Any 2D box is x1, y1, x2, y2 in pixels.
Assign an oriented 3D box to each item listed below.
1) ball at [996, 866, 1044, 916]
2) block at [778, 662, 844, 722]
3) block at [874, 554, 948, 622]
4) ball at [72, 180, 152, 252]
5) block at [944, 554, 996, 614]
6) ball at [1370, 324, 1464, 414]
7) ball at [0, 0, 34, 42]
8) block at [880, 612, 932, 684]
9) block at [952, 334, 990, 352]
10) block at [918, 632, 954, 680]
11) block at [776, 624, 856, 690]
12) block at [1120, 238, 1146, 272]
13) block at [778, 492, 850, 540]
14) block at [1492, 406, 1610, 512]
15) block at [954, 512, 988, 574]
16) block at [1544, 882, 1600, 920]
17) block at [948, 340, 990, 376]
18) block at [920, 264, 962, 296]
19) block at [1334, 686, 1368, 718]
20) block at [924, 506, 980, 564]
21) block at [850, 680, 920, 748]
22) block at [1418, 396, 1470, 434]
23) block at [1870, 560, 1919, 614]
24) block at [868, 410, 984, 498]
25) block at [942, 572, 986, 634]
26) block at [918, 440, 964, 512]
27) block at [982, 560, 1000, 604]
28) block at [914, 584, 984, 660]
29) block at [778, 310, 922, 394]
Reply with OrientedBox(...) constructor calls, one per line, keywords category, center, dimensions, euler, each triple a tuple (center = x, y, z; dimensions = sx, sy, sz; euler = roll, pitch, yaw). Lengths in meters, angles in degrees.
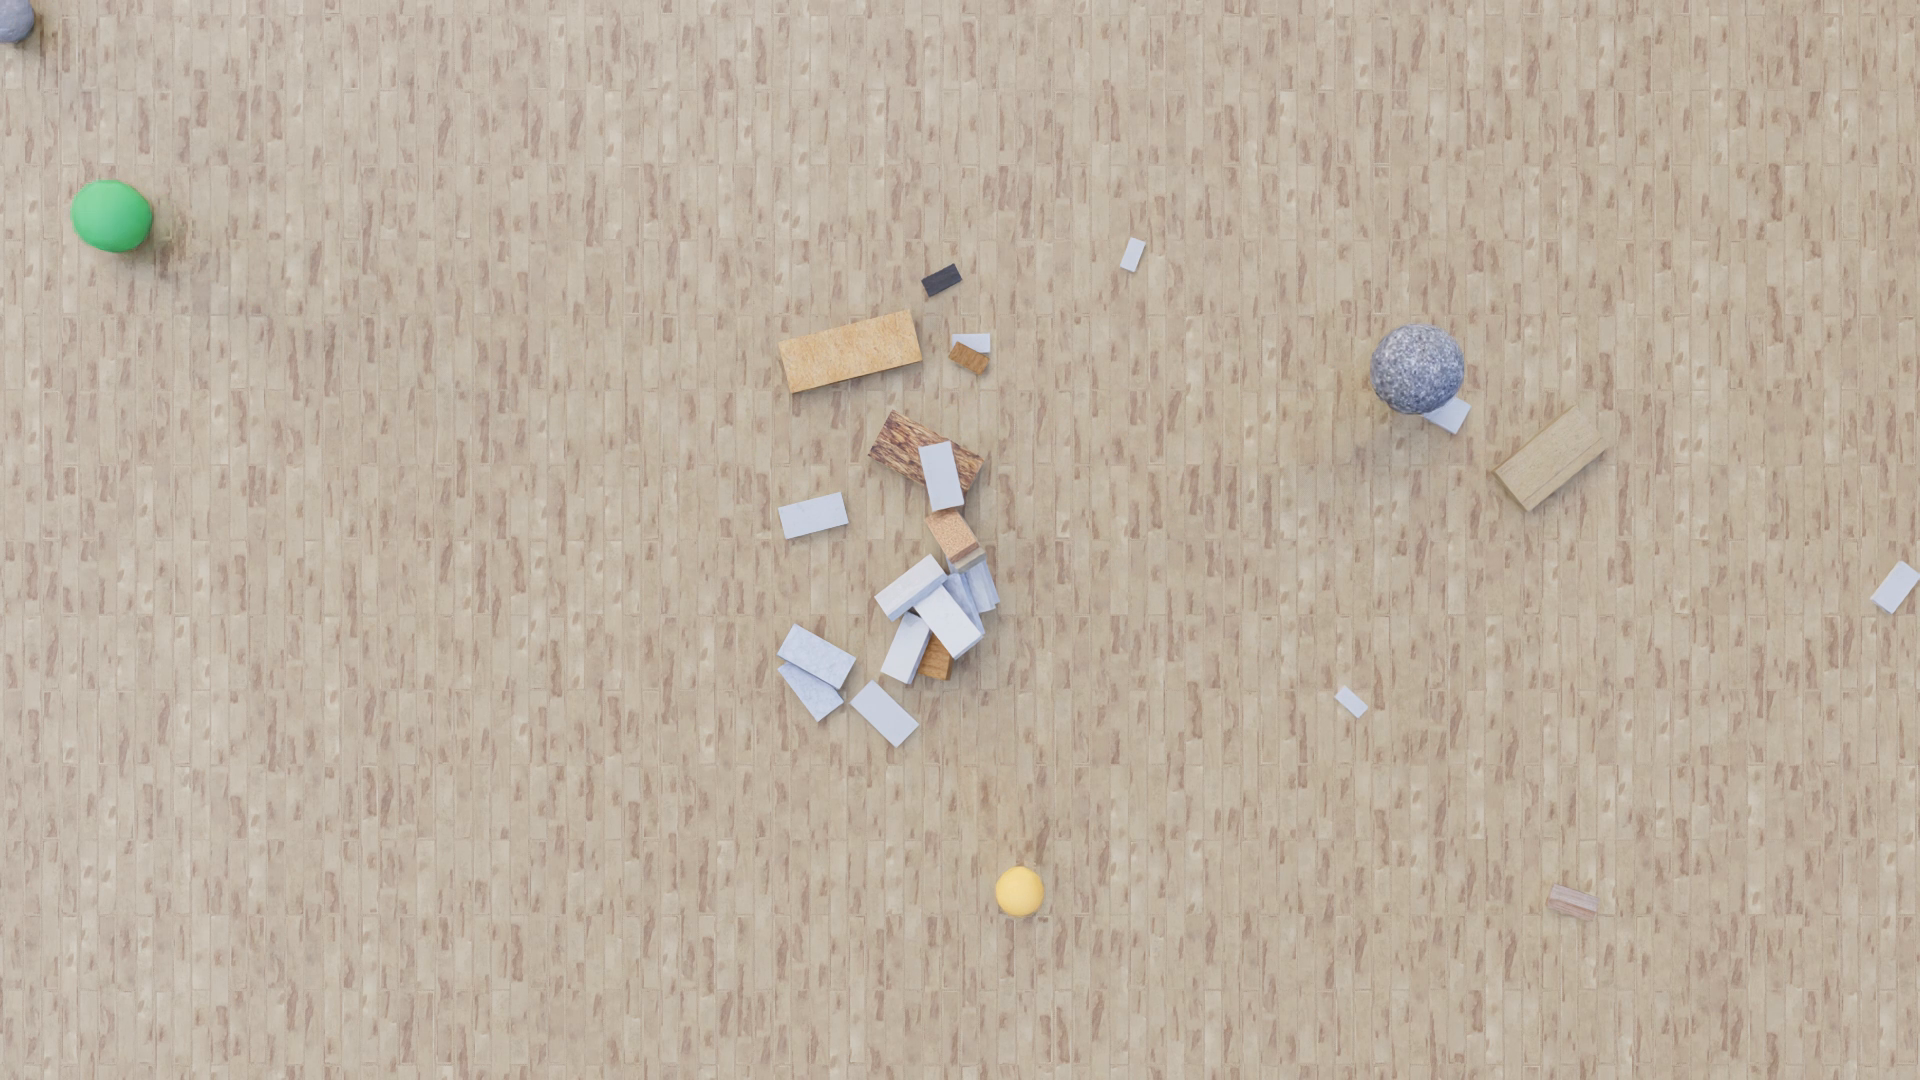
OrientedBox(category="ball", center=(0.196, 1.154, 5.420), dimensions=(0.159, 0.159, 0.159), euler=(0, 90, 0))
OrientedBox(category="block", center=(-0.495, 0.482, 5.484), dimensions=(0.110, 0.031, 0.221), euler=(-37, 90, 0))
OrientedBox(category="block", center=(-0.160, 0.157, 5.444), dimensions=(0.236, 0.118, 0.033), euler=(-38, 131, 0))
OrientedBox(category="ball", center=(-2.766, -1.056, 5.384), dimensions=(0.232, 0.232, 0.232), euler=(0, 90, 0))
OrientedBox(category="block", center=(0.033, 0.134, 5.453), dimensions=(0.110, 0.031, 0.220), euler=(-16, 92, 31))
OrientedBox(category="ball", center=(1.473, -0.551, 5.328), dimensions=(0.293, 0.293, 0.293), euler=(0, 90, 0))
OrientedBox(category="ball", center=(-3.139, -1.725, 5.409), dimensions=(0.182, 0.182, 0.182), euler=(0, 90, 0))
OrientedBox(category="block", center=(-0.171, 0.356, 5.461), dimensions=(0.108, 0.031, 0.217), euler=(23, 90, 28))
OrientedBox(category="block", center=(0.037, -0.654, 5.491), dimensions=(0.124, 0.018, 0.062), euler=(-1, 90, 0))
OrientedBox(category="block", center=(-0.066, 0.347, 5.455), dimensions=(0.108, 0.031, 0.217), euler=(12, 93, 31))
OrientedBox(category="block", center=(-0.475, 0.386, 5.457), dimensions=(0.236, 0.033, 0.118), euler=(30, 76, -6))
OrientedBox(category="block", center=(0.575, -0.950, 5.493), dimensions=(0.052, 0.015, 0.104), euler=(21, 90, 0))
OrientedBox(category="block", center=(-0.487, -0.081, 5.485), dimensions=(0.215, 0.030, 0.108), euler=(-14, 90, 0))
OrientedBox(category="block", center=(1.958, -0.270, 5.475), dimensions=(0.347, 0.049, 0.174), euler=(-39, 90, 0))
OrientedBox(category="block", center=(0.001, 0.010, 5.414), dimensions=(0.108, 0.030, 0.215), euler=(-32, 46, 0))
OrientedBox(category="block", center=(2.038, 1.204, 5.489), dimensions=(0.160, 0.023, 0.080), euler=(18, 90, 0))
OrientedBox(category="block", center=(0.030, -0.604, 5.478), dimensions=(0.124, 0.018, 0.062), euler=(28, 102, -7))
OrientedBox(category="block", center=(-0.061, -0.865, 5.491), dimensions=(0.124, 0.018, 0.062), euler=(-27, 90, 0))
OrientedBox(category="block", center=(1.303, 0.540, 5.493), dimensions=(0.104, 0.015, 0.052), euler=(42, 90, 0))
OrientedBox(category="block", center=(-0.028, -0.024, 5.414), dimensions=(0.108, 0.030, 0.215), euler=(-32, 46, 0))
OrientedBox(category="block", center=(-0.251, 0.576, 5.485), dimensions=(0.217, 0.031, 0.108), euler=(44, 90, 0))
OrientedBox(category="block", center=(1.578, -0.450, 5.485), dimensions=(0.213, 0.030, 0.107), euler=(29, 90, 0))
OrientedBox(category="block", center=(3.114, 0.158, 5.489), dimensions=(0.080, 0.023, 0.160), euler=(37, 90, 0))
OrientedBox(category="block", center=(-0.112, -0.274, 5.475), dimensions=(0.347, 0.049, 0.174), euler=(28, 90, 0))
OrientedBox(category="block", center=(-0.004, 0.221, 5.456), dimensions=(0.110, 0.031, 0.220), euler=(-19, 90, 35))
OrientedBox(category="block", center=(-0.062, -0.210, 5.436), dimensions=(0.107, 0.030, 0.213), euler=(-13, 90, 0))
OrientedBox(category="block", center=(0.069, 0.143, 5.489), dimensions=(0.080, 0.023, 0.160), euler=(-19, 90, 0))
OrientedBox(category="block", center=(-0.042, 0.262, 5.395), dimensions=(0.118, 0.033, 0.240), euler=(-39, 68, -1))
OrientedBox(category="block", center=(-0.363, -0.624, 5.475), dimensions=(0.449, 0.049, 0.174), euler=(-14, 90, 0))
